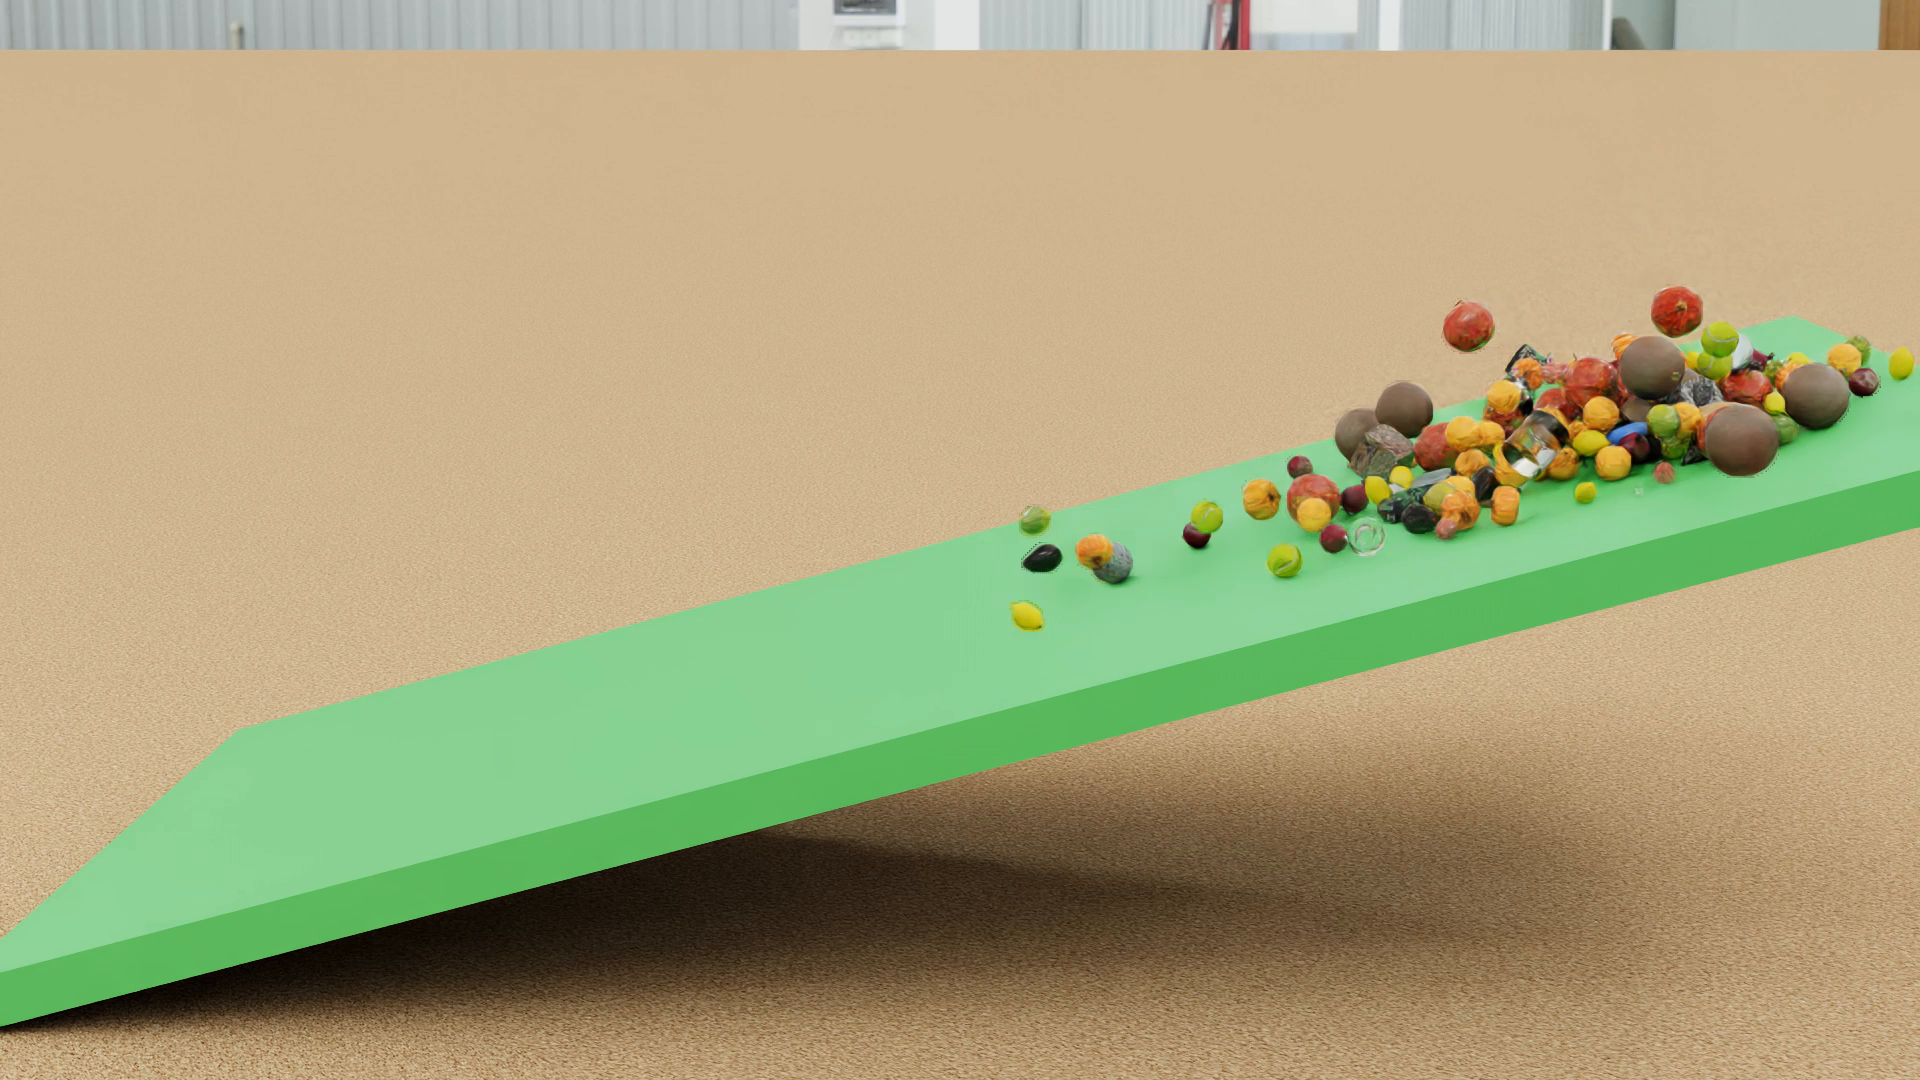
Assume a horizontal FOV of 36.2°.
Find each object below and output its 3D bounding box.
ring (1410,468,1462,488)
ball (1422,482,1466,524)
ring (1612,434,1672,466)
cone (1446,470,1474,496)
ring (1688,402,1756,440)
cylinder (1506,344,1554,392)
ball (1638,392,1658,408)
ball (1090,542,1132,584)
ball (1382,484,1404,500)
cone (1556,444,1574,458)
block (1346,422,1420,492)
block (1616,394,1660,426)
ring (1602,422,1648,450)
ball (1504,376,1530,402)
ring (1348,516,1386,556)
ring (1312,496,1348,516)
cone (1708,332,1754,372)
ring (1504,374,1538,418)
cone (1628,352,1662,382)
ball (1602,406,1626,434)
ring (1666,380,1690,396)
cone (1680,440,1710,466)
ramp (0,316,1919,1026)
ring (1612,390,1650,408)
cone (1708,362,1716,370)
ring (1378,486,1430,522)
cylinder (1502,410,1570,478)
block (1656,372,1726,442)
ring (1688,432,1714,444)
[{"bbox_3d":[1.005,-0.119,6.203,0.114,0.038,0.114,-19,10,3],"label":"ring"},{"bbox_3d":[0.964,-0.074,5.858,0.084,0.084,0.084,0,10,0],"label":"ball"},{"bbox_3d":[1.381,-0.184,5.956,0.123,0.041,0.123,-17,9,3],"label":"ring"},{"bbox_3d":[1.013,-0.098,6.079,0.072,0.072,0.072,-41,4,11],"label":"cone"},{"bbox_3d":[1.515,-0.237,5.854,0.134,0.045,0.134,-9,20,3],"label":"ring"},{"bbox_3d":[1.365,-0.413,7.047,0.083,0.083,0.083,37,22,15],"label":"cylinder"},{"bbox_3d":[1.477,-0.289,6.349,0.063,0.063,0.063,0,10,0],"label":"ball"},{"bbox_3d":[0.320,0.048,6.194,0.088,0.088,0.088,0,10,0],"label":"ball"},{"bbox_3d":[0.910,-0.094,6.171,0.051,0.051,0.051,0,10,0],"label":"ball"},{"bbox_3d":[1.267,-0.191,6.193,0.083,0.083,0.083,-6,31,-28],"label":"cone"},{"bbox_3d":[0.919,-0.179,6.388,0.094,0.094,0.094,41,36,21],"label":"block"},{"bbox_3d":[1.379,-0.260,5.983,0.054,0.054,0.054,42,0,-3],"label":"block"},{"bbox_3d":[1.338,-0.210,5.923,0.097,0.032,0.097,-20,-9,-3],"label":"ring"},{"bbox_3d":[1.227,-0.331,6.480,0.060,0.060,0.060,0,10,0],"label":"ball"},{"bbox_3d":[0.789,-0.006,5.708,0.078,0.078,0.026,-2,-1,-13],"label":"ring"},{"bbox_3d":[0.792,-0.073,6.308,0.080,0.027,0.080,-19,5,2],"label":"ring"},{"bbox_3d":[1.575,-0.365,5.993,0.090,0.090,0.090,2,26,9],"label":"cone"},{"bbox_3d":[1.219,-0.312,6.394,0.036,0.108,0.108,-34,4,12],"label":"ring"},{"bbox_3d":[1.519,-0.396,6.475,0.067,0.067,0.067,-33,9,4],"label":"cone"},{"bbox_3d":[1.393,-0.246,6.212,0.070,0.070,0.070,0,10,0],"label":"ball"},{"bbox_3d":[1.602,-0.333,6.509,0.083,0.028,0.083,-16,5,2],"label":"ring"},{"bbox_3d":[1.437,-0.162,5.786,0.053,0.053,0.053,-41,6,9],"label":"cone"},{"bbox_3d":[0.082,0.190,6.328,4.000,0.100,2.000,-15,9,4],"label":"ramp"},{"bbox_3d":[1.495,-0.309,6.534,0.094,0.031,0.094,-15,8,2],"label":"ring"},{"bbox_3d":[1.633,-0.387,6.239,0.070,0.070,0.070,13,11,3],"label":"cone"},{"bbox_3d":[0.928,-0.074,6.030,0.147,0.049,0.147,-16,8,2],"label":"ring"},{"bbox_3d":[1.148,-0.191,5.866,0.096,0.096,0.096,-45,30,-20],"label":"cylinder"},{"bbox_3d":[1.503,-0.273,6.026,0.088,0.088,0.088,-22,-15,-23],"label":"block"},{"bbox_3d":[1.514,-0.213,5.957,0.077,0.026,0.077,-16,6,2],"label":"ring"}]
